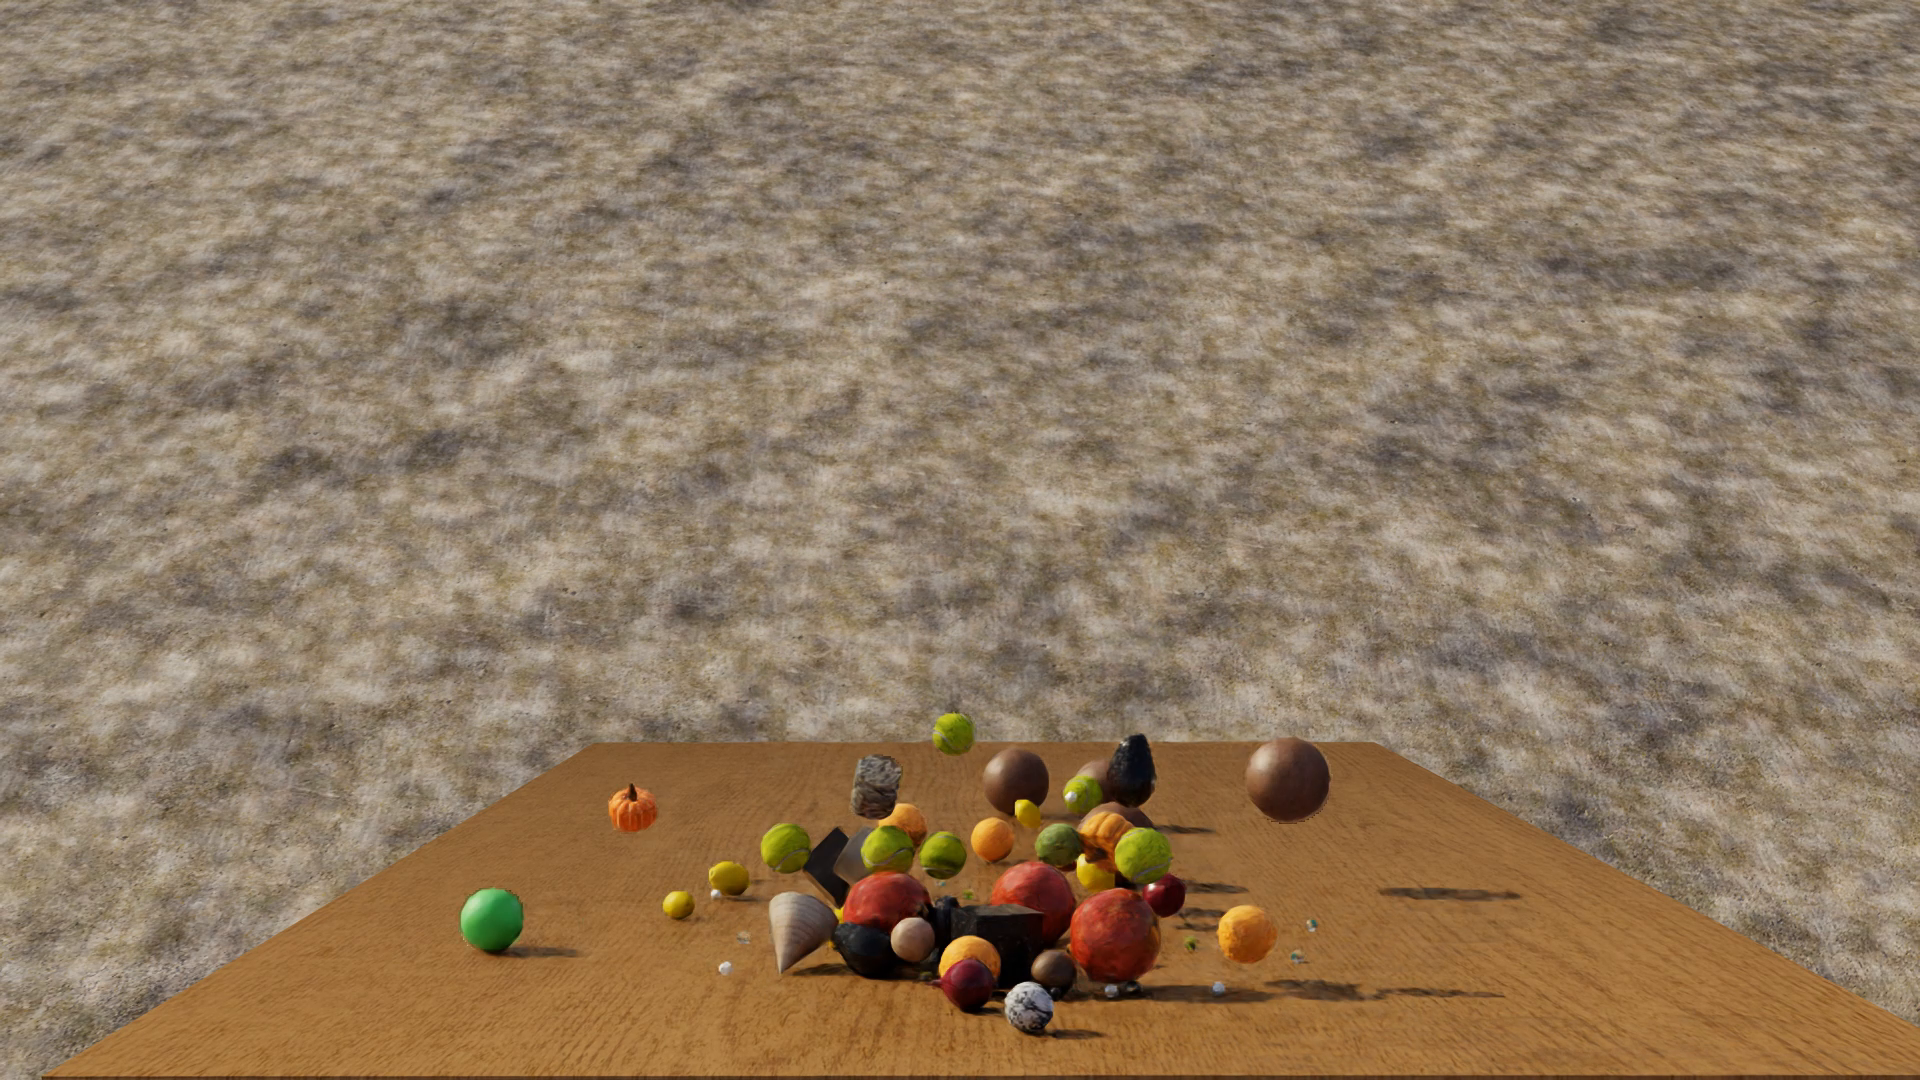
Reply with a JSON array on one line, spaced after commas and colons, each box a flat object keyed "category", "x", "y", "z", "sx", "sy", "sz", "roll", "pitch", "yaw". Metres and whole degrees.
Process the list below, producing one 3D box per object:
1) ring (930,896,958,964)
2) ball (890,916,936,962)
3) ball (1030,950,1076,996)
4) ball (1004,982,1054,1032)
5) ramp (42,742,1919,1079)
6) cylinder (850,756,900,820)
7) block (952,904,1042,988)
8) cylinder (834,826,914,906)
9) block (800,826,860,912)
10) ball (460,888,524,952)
[{"category": "ring", "x": -0.020, "y": 0.495, "z": 3.284, "sx": 0.029, "sy": 0.087, "sz": 0.087, "roll": 6, "pitch": 29, "yaw": 10}, {"category": "ball", "x": -0.058, "y": 0.492, "z": 3.186, "sx": 0.056, "sy": 0.056, "sz": 0.056, "roll": 0, "pitch": 29, "yaw": 0}, {"category": "ball", "x": 0.111, "y": 0.514, "z": 3.070, "sx": 0.055, "sy": 0.055, "sz": 0.055, "roll": 0, "pitch": 29, "yaw": 0}, {"category": "ball", "x": 0.076, "y": 0.515, "z": 2.853, "sx": 0.055, "sy": 0.055, "sz": 0.055, "roll": 0, "pitch": 29, "yaw": 0}, {"category": "ramp", "x": 0.065, "y": 0.582, "z": 4.628, "sx": 2.000, "sy": 0.100, "sz": 4.000, "roll": 0, "pitch": 0, "yaw": 0}, {"category": "cylinder", "x": -0.110, "y": 0.322, "z": 3.366, "sx": 0.059, "sy": 0.059, "sz": 0.059, "roll": 8, "pitch": 34, "yaw": -5}, {"category": "block", "x": 0.045, "y": 0.497, "z": 3.173, "sx": 0.086, "sy": 0.086, "sz": 0.086, "roll": 0, "pitch": 0, "yaw": -20}, {"category": "cylinder", "x": -0.121, "y": 0.457, "z": 3.627, "sx": 0.081, "sy": 0.081, "sz": 0.081, "roll": 34, "pitch": 39, "yaw": 15}, {"category": "block", "x": -0.173, "y": 0.473, "z": 3.708, "sx": 0.075, "sy": 0.075, "sz": 0.075, "roll": -43, "pitch": 72, "yaw": -13}, {"category": "ball", "x": -0.614, "y": 0.499, "z": 3.396, "sx": 0.082, "sy": 0.082, "sz": 0.082, "roll": 0, "pitch": 29, "yaw": 0}]
